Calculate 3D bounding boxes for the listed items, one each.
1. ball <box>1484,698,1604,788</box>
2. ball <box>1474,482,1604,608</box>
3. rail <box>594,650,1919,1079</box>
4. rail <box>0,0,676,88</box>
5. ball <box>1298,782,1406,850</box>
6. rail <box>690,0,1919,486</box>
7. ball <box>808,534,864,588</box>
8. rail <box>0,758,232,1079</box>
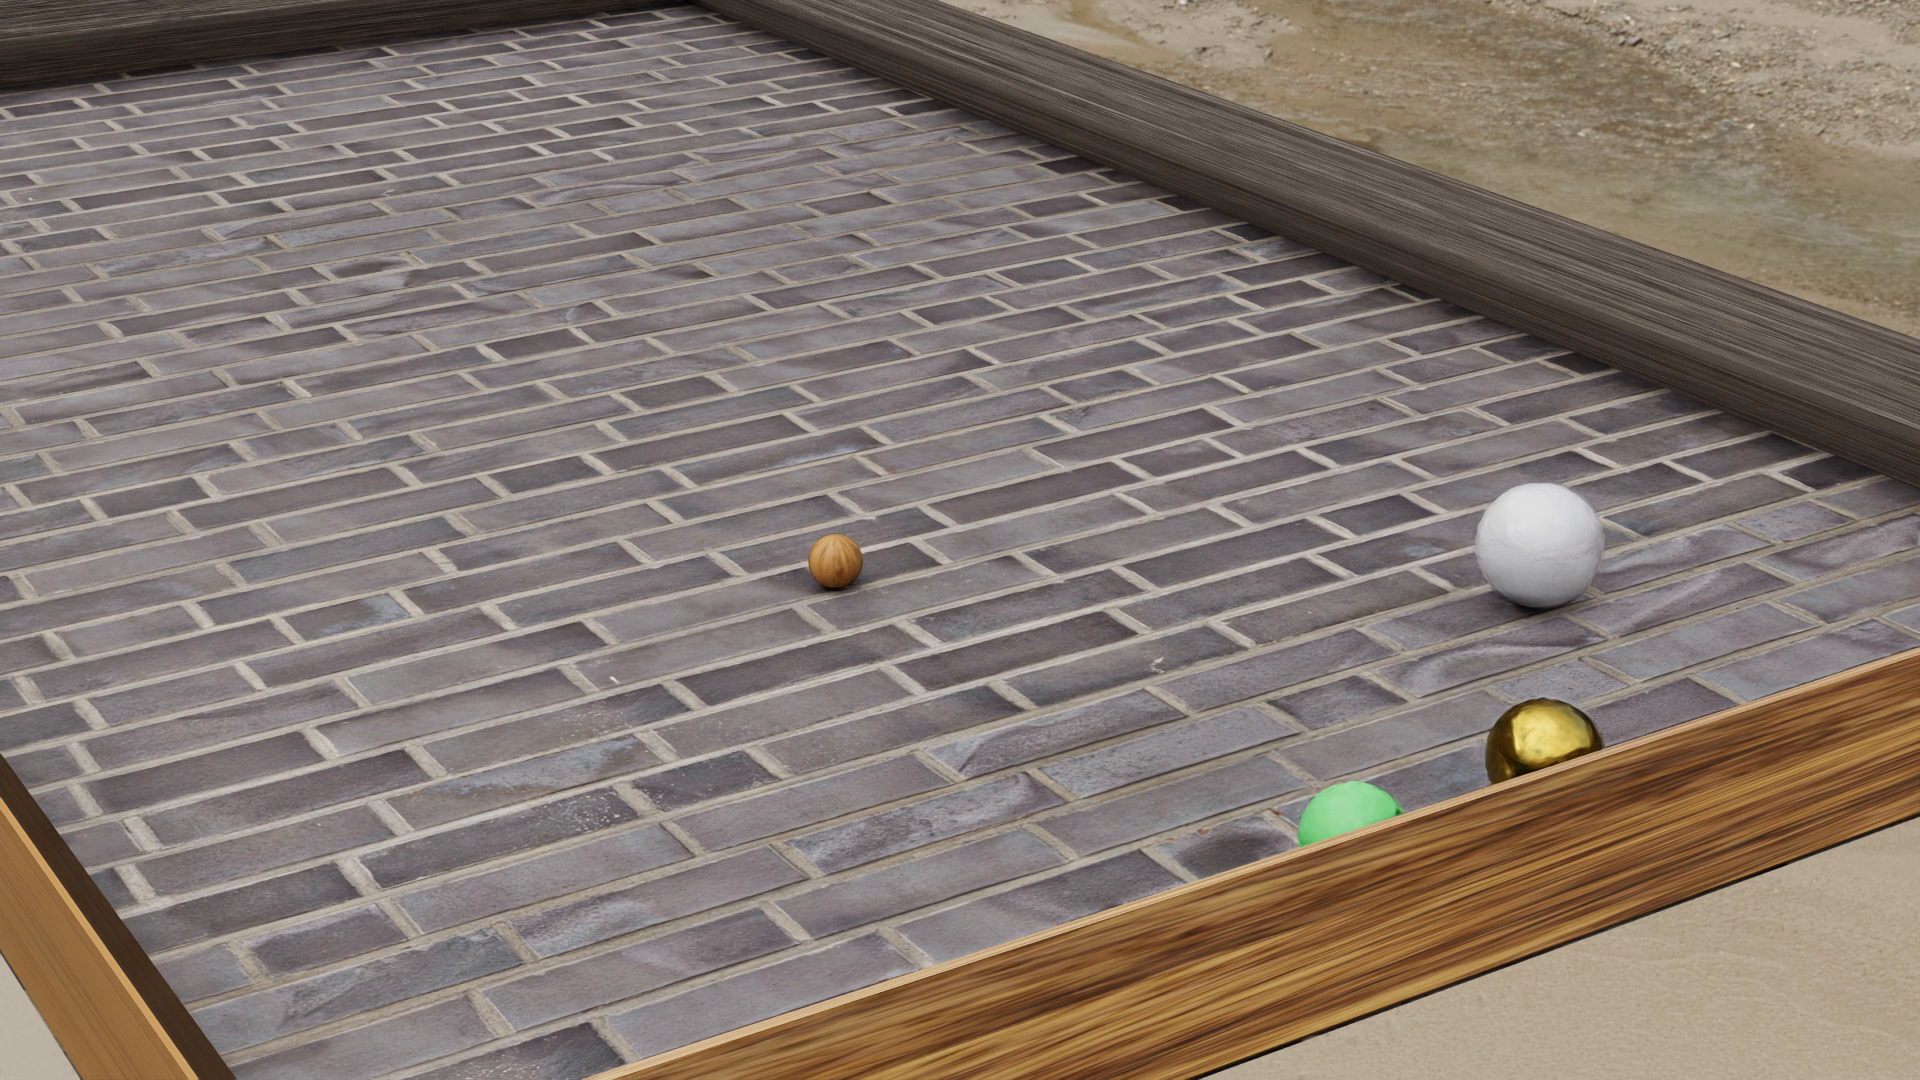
[{"bbox_3d":[0.397,0.148,2.000,0.080,0.080,0.080,0,23,0],"label":"ball"},{"bbox_3d":[0.457,0.004,2.320,0.099,0.099,0.099,0,23,0],"label":"ball"},{"bbox_3d":[0.355,0.190,1.832,1.640,0.129,0.045,-14,26,-29],"label":"rail"},{"bbox_3d":[-1.090,-0.694,3.957,1.640,0.129,0.045,-14,26,-29],"label":"rail"},{"bbox_3d":[0.255,0.192,1.902,0.072,0.072,0.072,0,23,0],"label":"ball"},{"bbox_3d":[0.307,-0.415,3.285,0.045,0.129,2.765,-14,26,-29],"label":"rail"},{"bbox_3d":[-0.100,0.017,2.361,0.044,0.044,0.044,0,23,0],"label":"ball"},{"bbox_3d":[-1.042,-0.090,2.504,0.045,0.129,2.765,-14,26,-29],"label":"rail"}]
